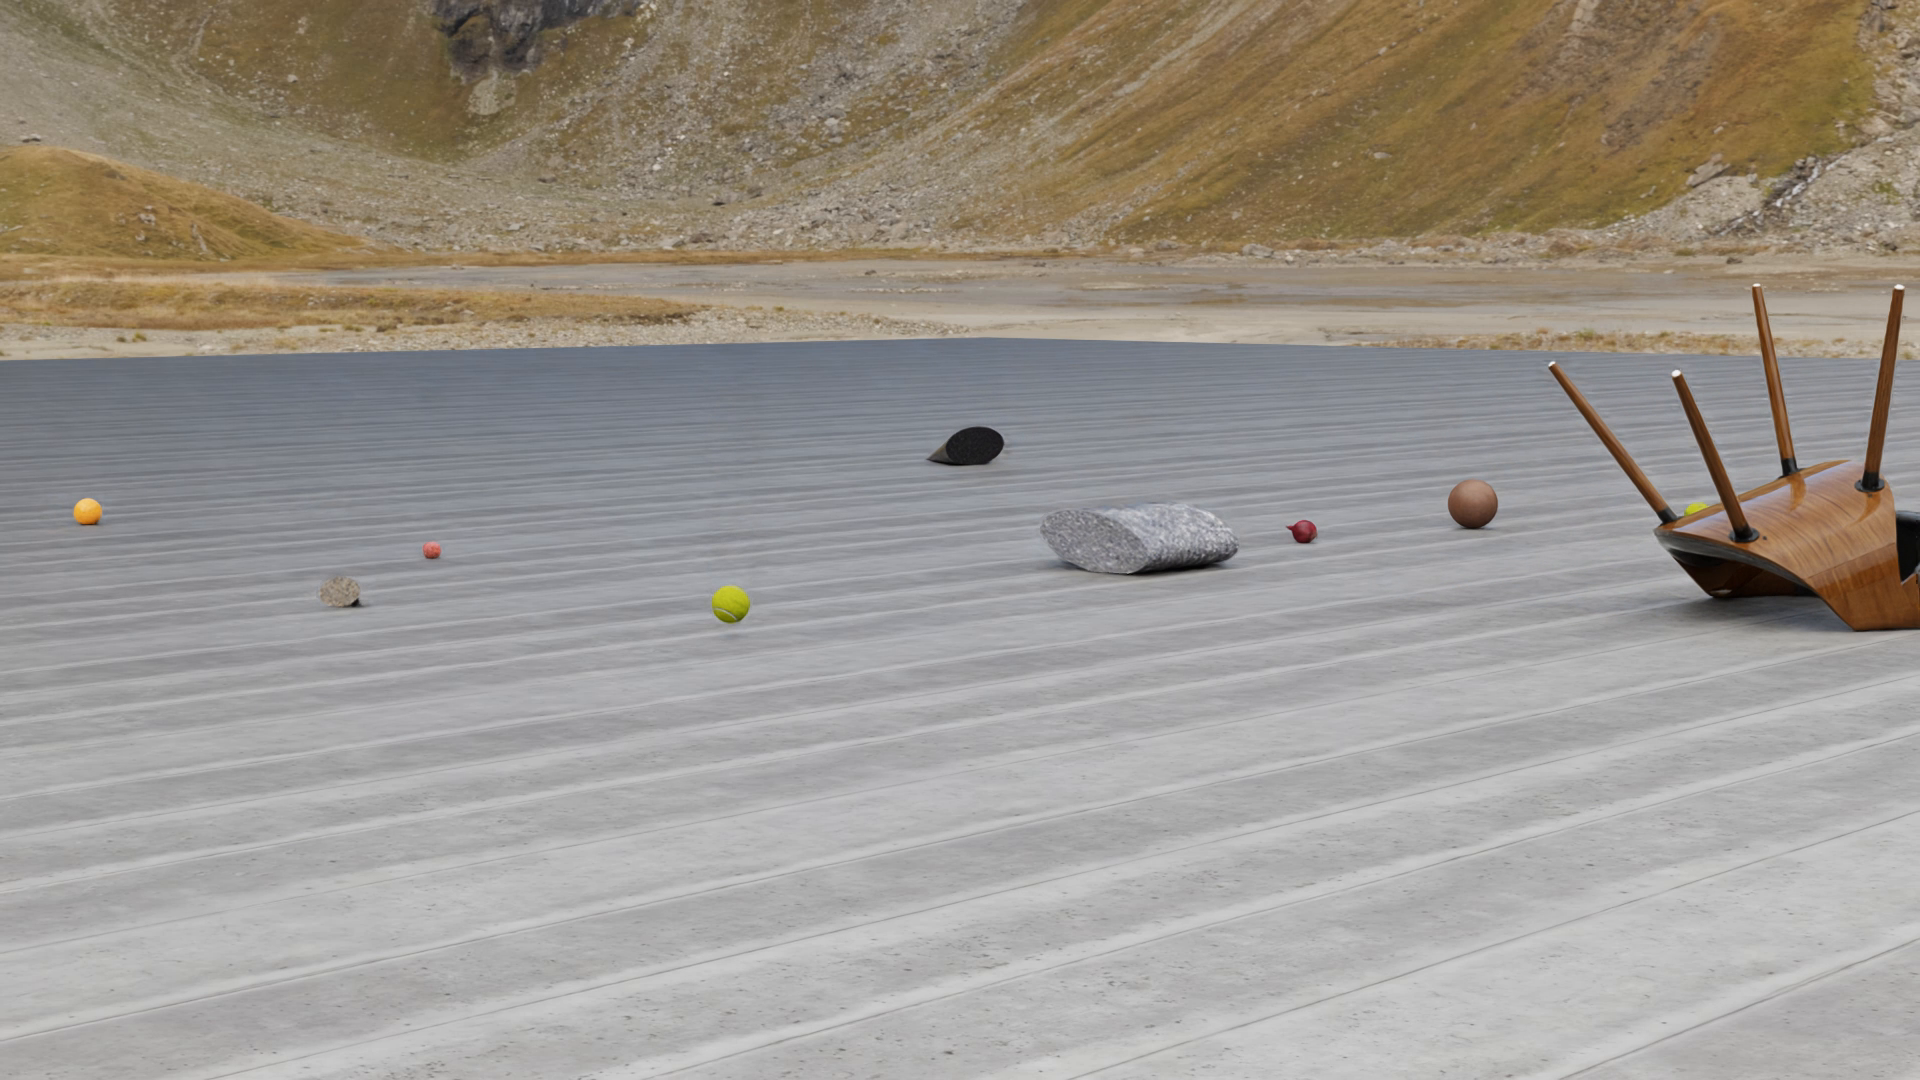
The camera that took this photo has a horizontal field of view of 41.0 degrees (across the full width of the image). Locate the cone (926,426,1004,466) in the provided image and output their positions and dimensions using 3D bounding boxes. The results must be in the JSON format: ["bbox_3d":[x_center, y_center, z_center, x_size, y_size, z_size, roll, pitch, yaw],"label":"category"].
[{"bbox_3d":[-0.037,-0.308,9.077,0.258,0.134,0.303,-12,-1,-37],"label":"cone"}]

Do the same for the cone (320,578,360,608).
[{"bbox_3d":[-1.230,0.114,5.164,0.085,0.061,0.103,-6,-11,7],"label":"cone"}]

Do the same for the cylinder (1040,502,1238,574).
[{"bbox_3d":[0.408,-0.007,5.821,0.319,0.130,0.322,17,15,42],"label":"cylinder"}]
